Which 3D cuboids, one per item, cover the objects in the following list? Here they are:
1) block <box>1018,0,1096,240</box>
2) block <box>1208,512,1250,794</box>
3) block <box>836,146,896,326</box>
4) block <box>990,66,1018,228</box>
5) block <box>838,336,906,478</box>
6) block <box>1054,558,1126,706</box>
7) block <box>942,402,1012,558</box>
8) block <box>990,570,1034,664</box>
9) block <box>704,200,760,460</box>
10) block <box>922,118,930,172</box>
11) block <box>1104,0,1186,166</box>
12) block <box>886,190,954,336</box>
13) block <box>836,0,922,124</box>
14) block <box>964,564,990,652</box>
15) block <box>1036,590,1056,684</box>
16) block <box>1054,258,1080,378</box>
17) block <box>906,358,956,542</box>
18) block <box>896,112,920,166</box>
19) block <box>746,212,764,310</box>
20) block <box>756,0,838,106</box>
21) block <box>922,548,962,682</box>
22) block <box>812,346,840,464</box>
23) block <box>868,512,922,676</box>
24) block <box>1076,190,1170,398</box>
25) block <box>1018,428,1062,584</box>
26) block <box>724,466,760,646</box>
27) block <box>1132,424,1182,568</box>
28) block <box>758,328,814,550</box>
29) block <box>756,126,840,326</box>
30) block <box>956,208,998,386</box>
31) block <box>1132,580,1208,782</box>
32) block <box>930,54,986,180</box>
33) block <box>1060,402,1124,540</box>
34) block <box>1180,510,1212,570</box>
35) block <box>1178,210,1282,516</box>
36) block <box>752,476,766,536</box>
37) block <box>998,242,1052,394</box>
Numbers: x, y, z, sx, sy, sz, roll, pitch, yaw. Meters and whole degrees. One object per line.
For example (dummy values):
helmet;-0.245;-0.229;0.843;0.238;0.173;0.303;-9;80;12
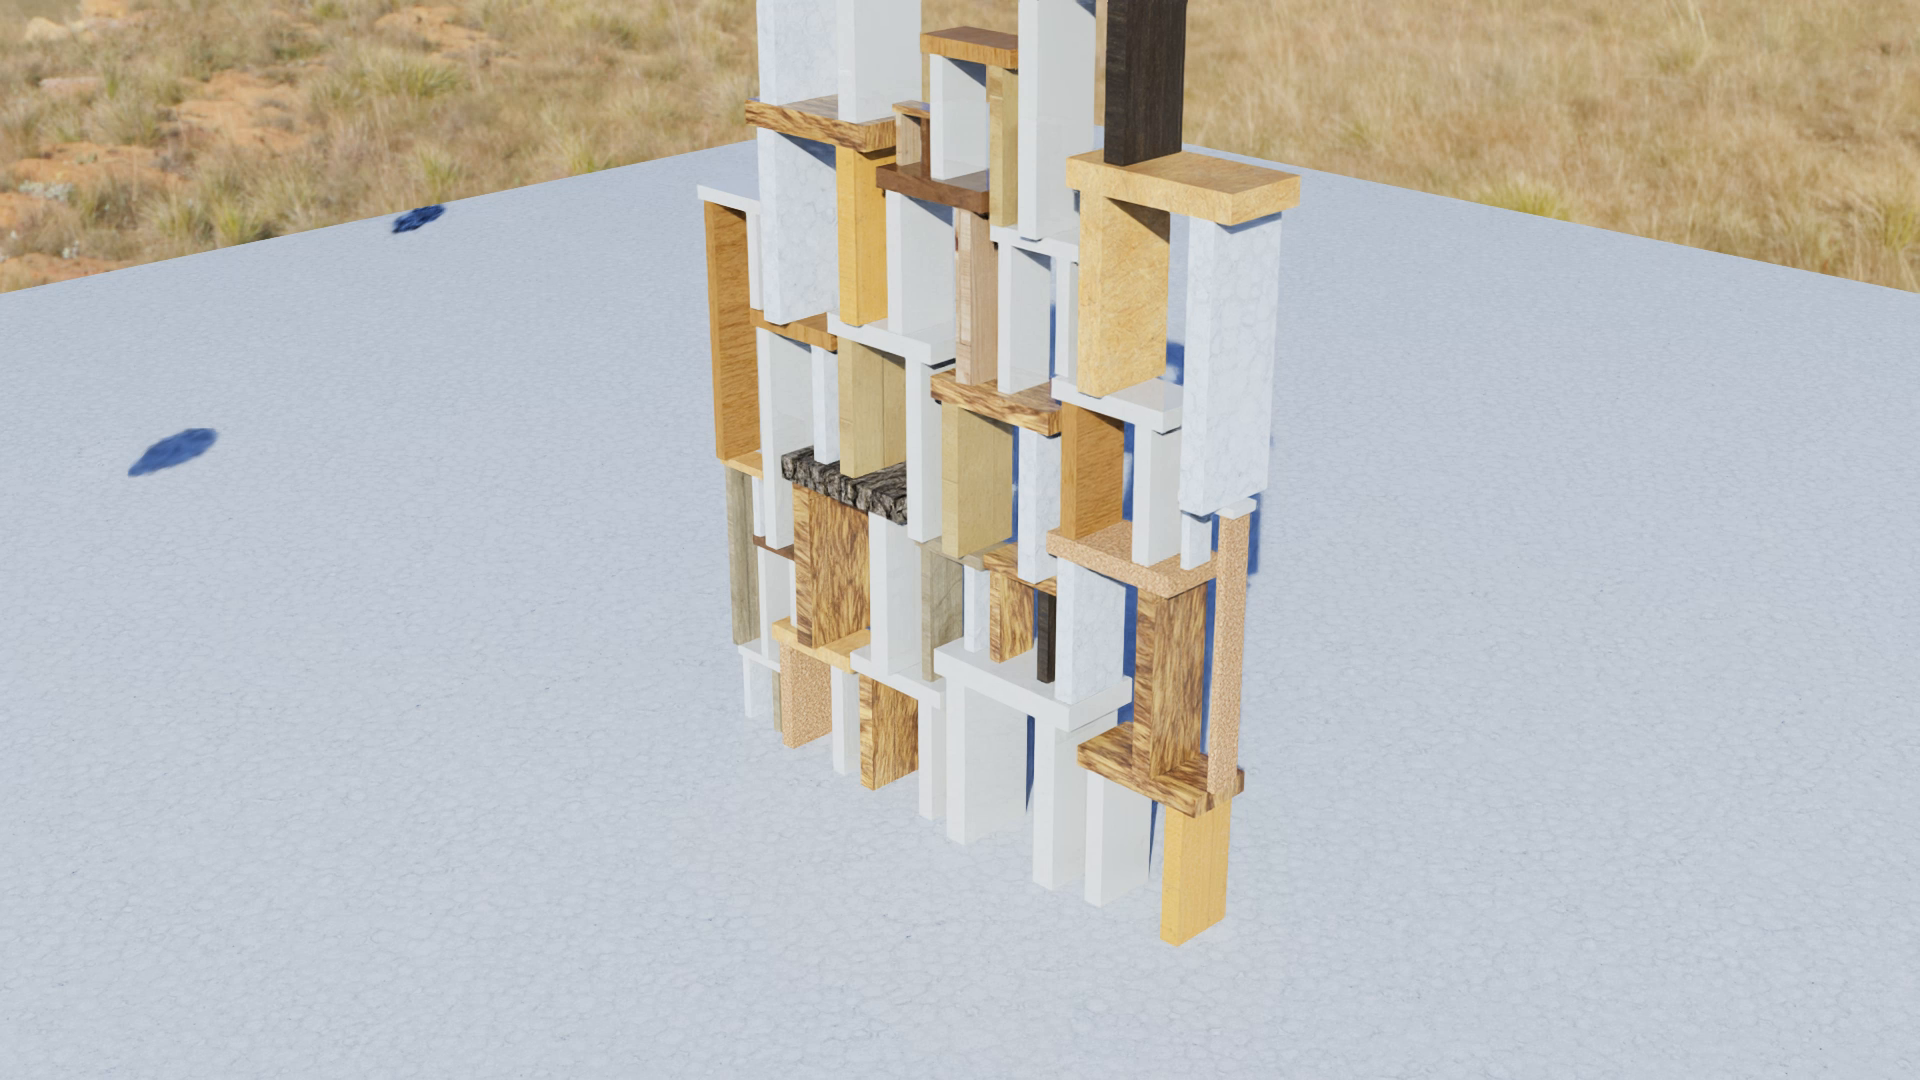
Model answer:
block;0.164;-0.748;3.730;0.042;0.454;0.147;20;31;40
block;0.464;0.195;3.805;0.061;0.528;0.017;-21;31;-41
block;-0.151;-0.585;4.133;0.168;0.336;0.048;-21;31;-40
block;0.101;-0.692;3.823;0.031;0.278;0.110;21;31;41
block;-0.171;-0.275;4.297;0.142;0.283;0.040;-21;31;-41
block;0.239;0.147;4.022;0.142;0.284;0.040;-21;31;-40
block;0.033;-0.131;4.134;0.042;0.304;0.147;21;31;40
block;0.099;0.133;4.182;0.093;0.185;0.026;-21;31;-41
block;-0.469;-0.438;4.540;0.028;0.553;0.098;21;31;41
block;-0.048;-0.717;3.965;0.014;0.096;0.048;21;31;40
block;0.301;-0.767;3.570;0.147;0.294;0.042;-21;31;-40
block;-0.074;-0.527;4.080;0.134;0.268;0.038;-21;31;-41
block;-0.146;-0.934;3.980;0.047;0.331;0.166;21;31;41
block;0.049;0.120;4.222;0.025;0.177;0.089;21;31;41
block;0.186;0.167;4.101;0.026;0.185;0.093;21;31;41
block;0.213;-0.398;3.830;0.105;0.210;0.030;-21;31;-40
block;-0.037;-0.187;4.190;0.040;0.363;0.142;21;31;40
block;-0.094;-0.734;4.006;0.048;0.096;0.014;-22;31;-40
block;-0.375;-0.565;4.385;0.028;0.196;0.098;21;31;41
block;-0.302;-0.995;4.123;0.047;0.331;0.166;21;31;41
block;-0.035;0.136;4.320;0.025;0.282;0.089;21;31;41
block;-0.235;-0.282;4.366;0.034;0.242;0.121;21;31;41
block;-0.100;0.085;4.367;0.048;0.338;0.169;21;31;41
block;0.279;-0.433;3.735;0.175;0.349;0.049;-21;31;-40
block;0.172;-0.081;4.005;0.042;0.294;0.147;21;31;40
block;-0.466;0.027;4.735;0.019;0.417;0.067;21;31;41
block;0.354;-0.091;3.792;0.036;0.253;0.126;21;31;41
block;-0.350;-0.220;4.516;0.034;0.474;0.121;21;31;41
block;-0.309;-0.625;4.287;0.048;0.383;0.168;21;31;40
block;0.053;-0.451;3.975;0.038;0.326;0.134;21;31;40
block;0.373;0.237;3.915;0.040;0.367;0.142;21;31;41
block;-0.003;-0.760;3.908;0.031;0.220;0.110;21;31;40
block;0.235;-0.138;3.903;0.126;0.253;0.036;-21;31;-41
block;0.407;-0.014;3.779;0.017;0.121;0.061;21;31;41
block;0.444;-0.300;3.612;0.175;0.499;0.049;-22;31;-40
block;-0.403;-0.079;4.622;0.019;0.133;0.067;21;31;41
block;0.115;-0.405;3.933;0.030;0.275;0.105;21;31;40
